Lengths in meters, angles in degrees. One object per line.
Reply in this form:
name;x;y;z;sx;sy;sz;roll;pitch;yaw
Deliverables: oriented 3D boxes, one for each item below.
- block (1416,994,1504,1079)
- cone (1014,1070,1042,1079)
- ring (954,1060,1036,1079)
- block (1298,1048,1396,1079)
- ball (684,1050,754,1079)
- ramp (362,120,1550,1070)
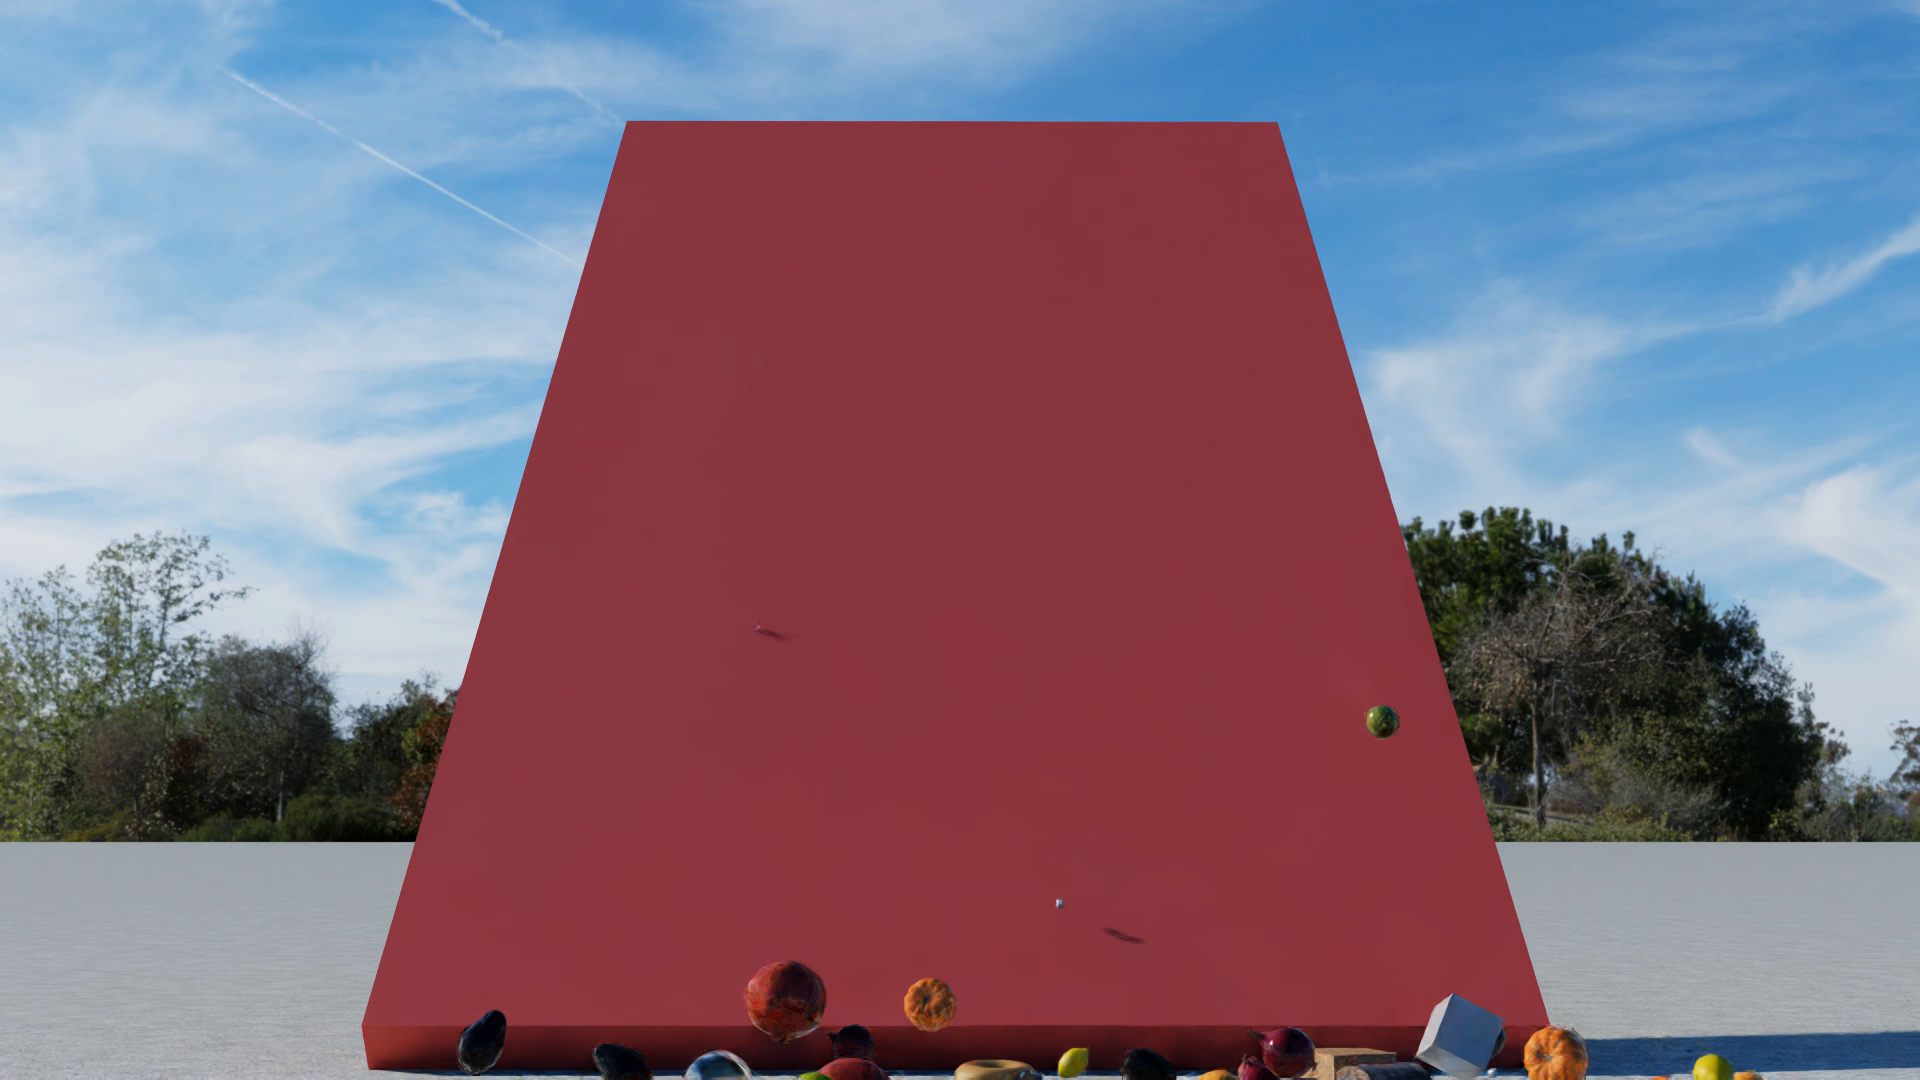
block;0.720;0.719;3.520;0.083;0.083;0.083;26;-26;4
cone;0.086;0.798;3.558;0.057;0.057;0.057;3;-4;-24
ring;0.057;0.833;3.779;0.132;0.044;0.132;2;-3;0
block;0.535;0.756;3.371;0.099;0.099;0.099;3;-7;-21
ball;-0.335;0.759;3.390;0.098;0.098;0.098;0;-7;0
ramp;-0.015;-0.193;5.834;2.000;0.100;4.000;0;32;0
